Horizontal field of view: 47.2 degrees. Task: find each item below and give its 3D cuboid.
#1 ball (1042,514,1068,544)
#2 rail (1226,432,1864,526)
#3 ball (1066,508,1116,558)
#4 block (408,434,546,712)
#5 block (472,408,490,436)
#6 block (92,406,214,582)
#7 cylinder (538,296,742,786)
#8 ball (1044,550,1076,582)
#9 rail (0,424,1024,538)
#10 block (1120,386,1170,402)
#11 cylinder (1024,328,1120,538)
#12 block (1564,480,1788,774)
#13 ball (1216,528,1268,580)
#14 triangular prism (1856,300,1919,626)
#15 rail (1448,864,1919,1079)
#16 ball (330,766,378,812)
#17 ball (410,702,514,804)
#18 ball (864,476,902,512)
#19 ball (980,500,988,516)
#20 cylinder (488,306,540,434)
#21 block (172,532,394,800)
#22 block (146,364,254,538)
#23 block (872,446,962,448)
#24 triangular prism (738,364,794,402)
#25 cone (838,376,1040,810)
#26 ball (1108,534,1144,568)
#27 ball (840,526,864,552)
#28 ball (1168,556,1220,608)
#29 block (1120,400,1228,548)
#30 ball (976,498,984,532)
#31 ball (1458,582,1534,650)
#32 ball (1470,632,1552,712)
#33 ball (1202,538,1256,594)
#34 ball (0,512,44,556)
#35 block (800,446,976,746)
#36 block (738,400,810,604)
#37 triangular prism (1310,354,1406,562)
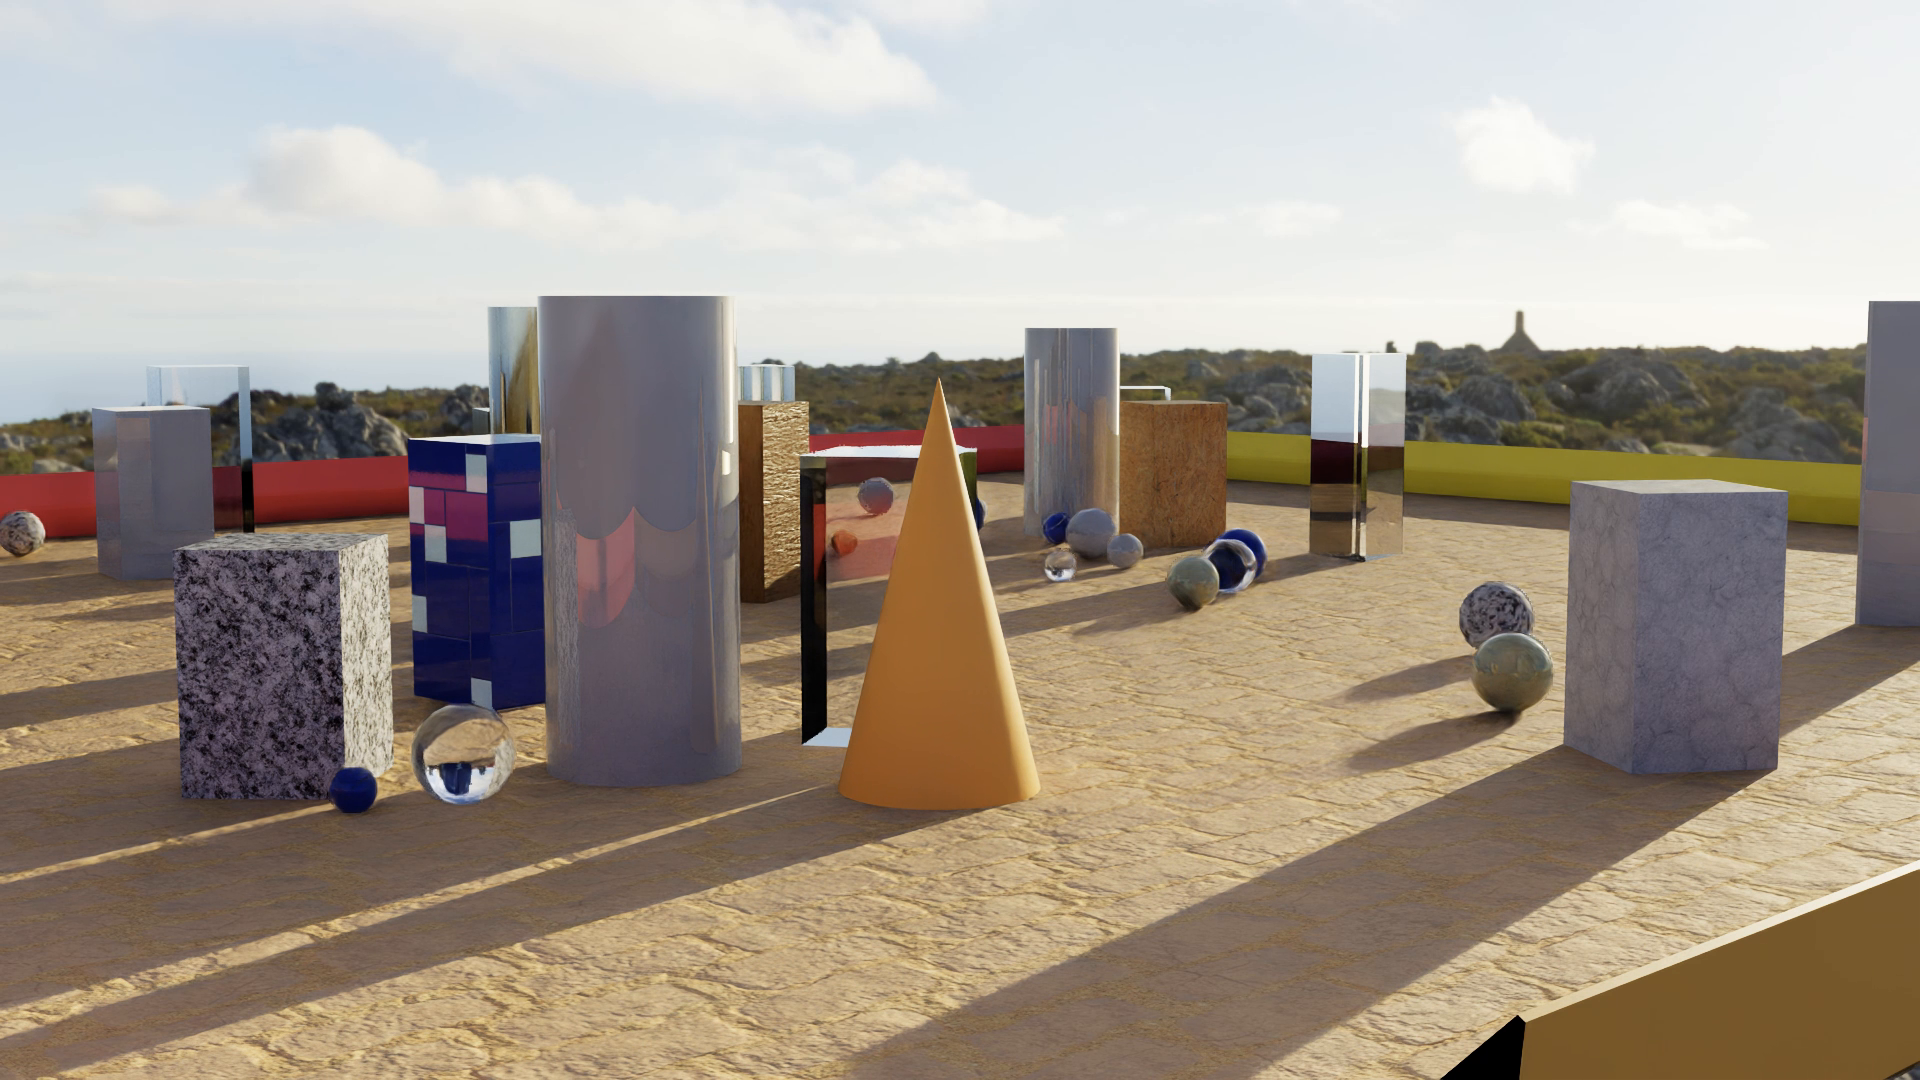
[{"bbox_3d":[0.184,-0.020,4.145,0.058,0.058,0.058,0,6,0],"label":"ball"},{"bbox_3d":[1.564,-0.120,4.768,0.045,0.123,3.787,-6,8,-42],"label":"rail"},{"bbox_3d":[0.233,-0.011,3.910,0.090,0.090,0.090,0,6,0],"label":"ball"},{"bbox_3d":[-0.523,0.031,2.525,0.151,0.296,0.151,6,8,42],"label":"block"},{"bbox_3d":[-0.841,-0.125,4.212,0.151,0.252,0.151,-3,7,-23],"label":"block"},{"bbox_3d":[-1.350,-0.082,3.682,0.151,0.277,0.151,-4,7,-35],"label":"block"},{"bbox_3d":[-0.307,-0.006,2.119,0.189,0.455,0.189,0,6,0],"label":"cylinder"},{"bbox_3d":[0.163,0.043,3.577,0.052,0.052,0.052,0,6,0],"label":"ball"},{"bbox_3d":[-1.268,-0.112,4.699,4.304,0.123,0.045,-6,8,-42],"label":"rail"},{"bbox_3d":[0.378,-0.201,4.849,0.151,0.270,0.151,0,6,-1],"label":"block"},{"bbox_3d":[0.220,-0.215,4.334,0.189,0.405,0.189,0,6,0],"label":"cylinder"},{"bbox_3d":[0.705,0.081,2.178,0.151,0.270,0.151,-1,6,-9],"label":"block"},{"bbox_3d":[0.451,0.026,3.554,0.090,0.090,0.090,0,6,0],"label":"ball"},{"bbox_3d":[1.361,-0.112,3.131,0.164,0.454,0.142,1,6,13],"label":"triangular prism"},{"bbox_3d":[1.268,0.176,1.966,4.304,0.123,0.045,-6,8,-42],"label":"rail"},{"bbox_3d":[-0.536,0.221,1.946,0.041,0.041,0.041,0,6,0],"label":"ball"},{"bbox_3d":[-0.447,0.192,1.976,0.091,0.091,0.091,0,6,0],"label":"ball"},{"bbox_3d":[-0.168,-0.100,4.788,0.081,0.081,0.081,0,6,0],"label":"ball"},{"bbox_3d":[0.037,-0.064,4.621,0.044,0.044,0.044,0,6,0],"label":"ball"},{"bbox_3d":[-0.565,-0.105,3.099,0.189,0.446,0.189,0,6,0],"label":"cylinder"},{"bbox_3d":[-0.630,0.114,2.062,0.151,0.228,0.151,0,6,2],"label":"block"},{"bbox_3d":[-1.379,-0.146,3.992,0.151,0.339,0.151,-3,7,-29],"label":"block"},{"bbox_3d":[-0.066,-0.026,3.388,0.151,0.229,0.151,-1,6,-8],"label":"block"},{"bbox_3d":[-0.394,-0.180,4.356,0.164,0.331,0.142,1,6,8],"label":"triangular prism"},{"bbox_3d":[-0.019,0.040,2.030,0.189,0.383,0.189,0,6,0],"label":"cone"},{"bbox_3d":[0.284,0.019,3.765,0.060,0.060,0.060,0,6,0],"label":"ball"},{"bbox_3d":[-0.197,-0.001,4.012,0.047,0.047,0.047,0,6,0],"label":"ball"},{"bbox_3d":[0.347,0.063,3.265,0.077,0.077,0.077,0,6,0],"label":"ball"},{"bbox_3d":[0.404,-0.128,4.173,0.151,0.266,0.151,-2,6,-20],"label":"block"},{"bbox_3d":[0.000,-0.046,4.216,0.094,0.094,0.094,0,6,0],"label":"ball"},{"bbox_3d":[0.689,0.101,2.827,0.093,0.093,0.093,0,6,0],"label":"ball"},{"bbox_3d":[0.609,0.146,2.427,0.088,0.088,0.088,0,6,0],"label":"ball"},{"bbox_3d":[0.420,0.041,3.431,0.086,0.086,0.086,0,6,0],"label":"ball"},{"bbox_3d":[-1.692,-0.012,3.964,0.079,0.079,0.079,0,6,0],"label":"ball"},{"bbox_3d":[-0.072,0.056,2.288,0.151,0.296,0.151,1,6,12],"label":"block"},{"bbox_3d":[-0.334,-0.063,3.400,0.151,0.299,0.151,3,7,23],"label":"block"},{"bbox_3d":[0.696,-0.153,3.950,0.142,0.362,0.164,4,7,35],"label":"triangular prism"}]
